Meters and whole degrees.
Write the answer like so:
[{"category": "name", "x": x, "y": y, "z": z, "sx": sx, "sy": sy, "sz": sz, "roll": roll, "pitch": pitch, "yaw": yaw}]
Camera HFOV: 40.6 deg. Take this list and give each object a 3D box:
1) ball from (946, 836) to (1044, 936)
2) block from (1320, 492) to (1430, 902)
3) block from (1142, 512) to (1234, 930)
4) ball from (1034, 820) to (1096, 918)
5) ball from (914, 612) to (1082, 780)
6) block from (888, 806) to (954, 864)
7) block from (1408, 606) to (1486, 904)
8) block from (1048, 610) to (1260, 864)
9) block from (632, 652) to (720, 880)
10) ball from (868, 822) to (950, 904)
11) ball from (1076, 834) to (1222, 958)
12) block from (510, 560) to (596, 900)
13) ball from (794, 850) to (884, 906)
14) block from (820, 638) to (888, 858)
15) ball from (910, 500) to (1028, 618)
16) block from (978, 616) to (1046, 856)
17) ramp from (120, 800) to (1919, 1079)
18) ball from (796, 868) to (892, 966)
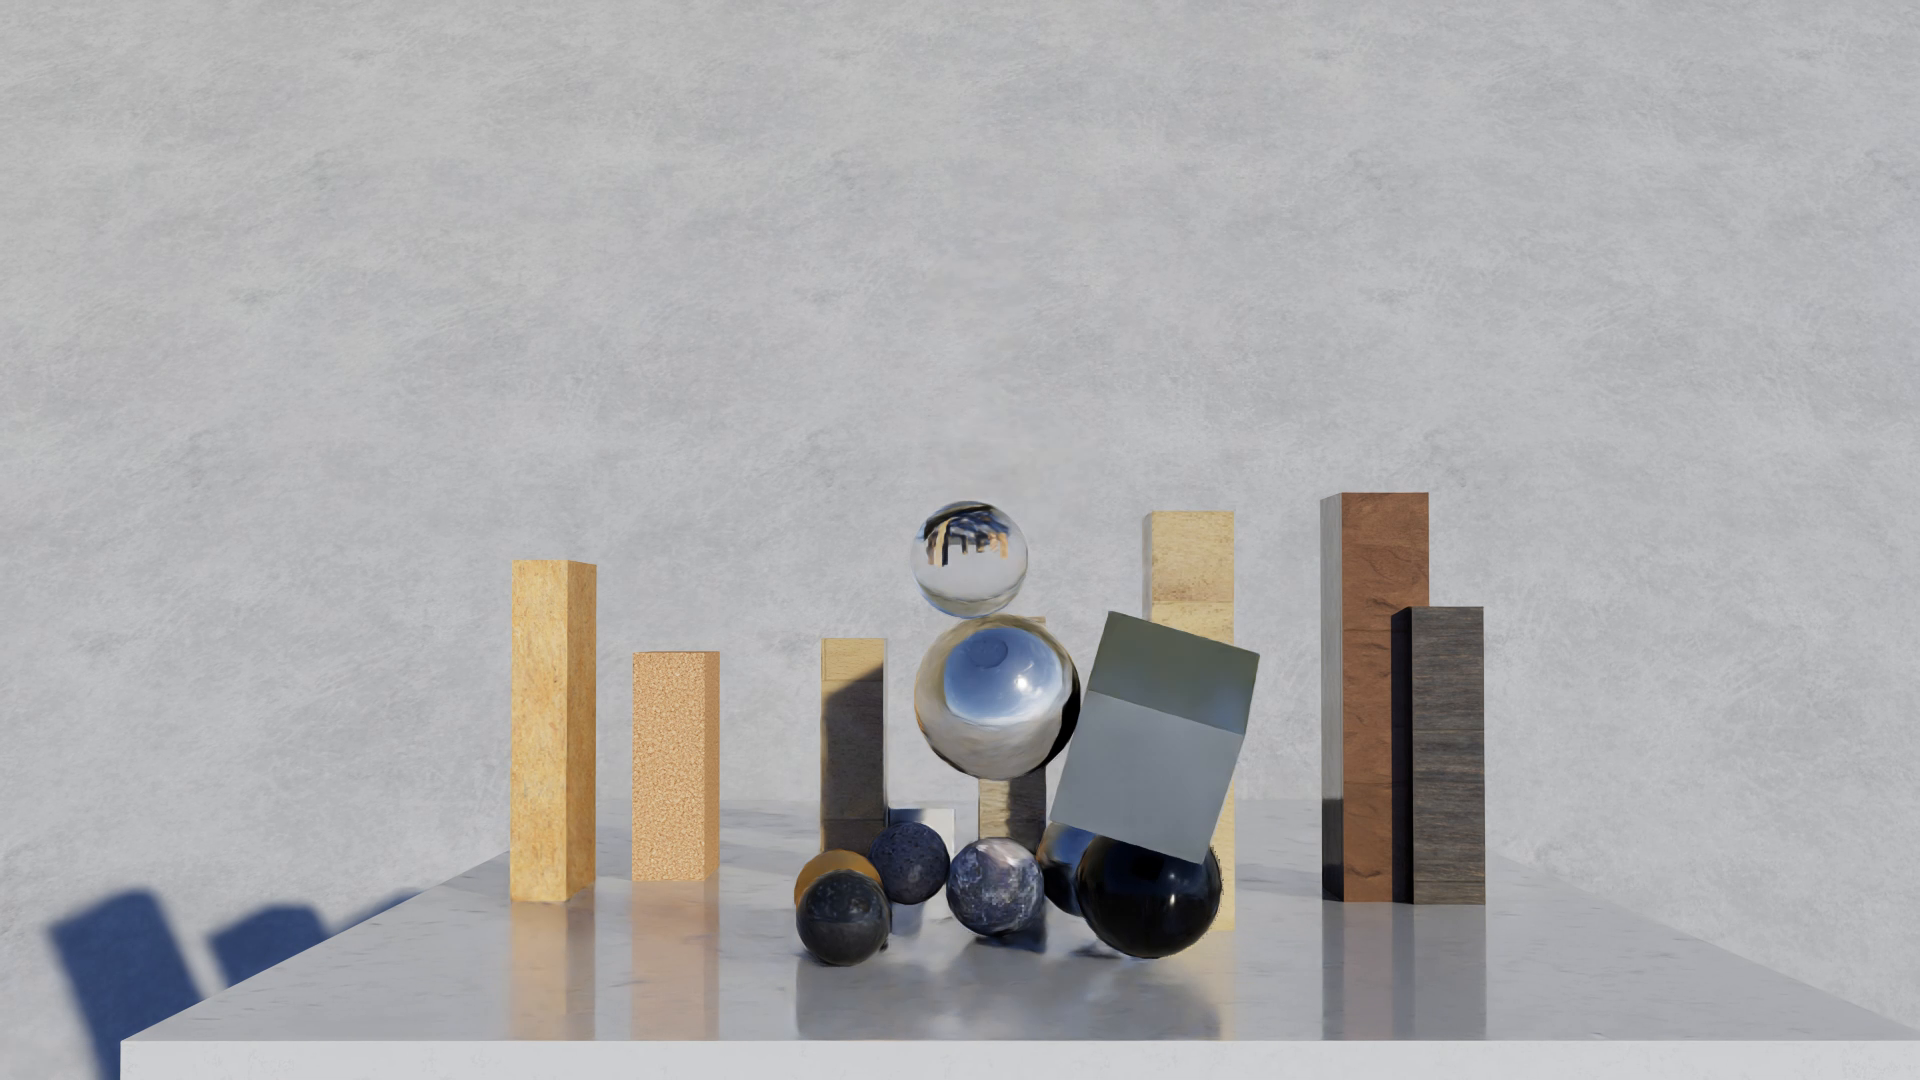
[{"category": "ball", "x": 0.051, "y": 0.510, "z": 3.823, "sx": 0.146, "sy": 0.146, "sz": 0.146, "roll": 0, "pitch": 35, "yaw": 0}, {"category": "block", "x": 0.707, "y": 0.264, "z": 4.439, "sx": 0.145, "sy": 0.679, "sz": 0.258, "roll": 0, "pitch": -2, "yaw": 0}, {"category": "block", "x": 0.351, "y": 0.276, "z": 4.026, "sx": 0.122, "sy": 0.628, "sz": 0.241, "roll": 0, "pitch": -2, "yaw": 0}, {"category": "ball", "x": 0.193, "y": 0.482, "z": 3.886, "sx": 0.164, "sy": 0.164, "sz": 0.164, "roll": 0, "pitch": 35, "yaw": 0}, {"category": "ball", "x": 0.045, "y": 0.188, "z": 3.123, "sx": 0.202, "sy": 0.202, "sz": 0.202, "roll": 0, "pitch": 35, "yaw": 0}, {"category": "block", "x": -0.075, "y": 0.561, "z": 4.886, "sx": 0.116, "sy": 0.116, "sz": 0.116, "roll": 0, "pitch": -2, "yaw": -4}, {"category": "block", "x": 0.802, "y": 0.358, "z": 4.401, "sx": 0.118, "sy": 0.489, "sz": 0.272, "roll": 0, "pitch": -2, "yaw": 0}, {"category": "block", "x": 0.243, "y": 0.244, "z": 3.239, "sx": 0.197, "sy": 0.197, "sz": 0.197, "roll": 16, "pitch": 30, "yaw": 4}, {"category": "block", "x": -0.524, "y": 0.412, "z": 4.813, "sx": 0.129, "sy": 0.409, "sz": 0.293, "roll": 0, "pitch": -2, "yaw": 0}, {"category": "ball", "x": -0.076, "y": 0.479, "z": 3.857, "sx": 0.123, "sy": 0.123, "sz": 0.123, "roll": 0, "pitch": 35, "yaw": 0}, {"category": "ball", "x": 0.259, "y": 0.475, "z": 3.573, "sx": 0.200, "sy": 0.200, "sz": 0.200, "roll": 0, "pitch": 35, "yaw": 0}, {"category": "block", "x": -0.704, "y": 0.323, "z": 4.517, "sx": 0.093, "sy": 0.568, "sz": 0.349, "roll": 0, "pitch": -2, "yaw": 0}, {"category": "ball", "x": -0.176, "y": 0.516, "z": 3.780, "sx": 0.131, "sy": 0.131, "sz": 0.131, "roll": 0, "pitch": 35, "yaw": 0}, {"category": "block", "x": -0.194, "y": 0.400, "z": 4.834, "sx": 0.112, "sy": 0.434, "sz": 0.320, "roll": 0, "pitch": -2, "yaw": 0}, {"category": "ball", "x": 0.011, "y": 0.022, "z": 2.994, "sx": 0.137, "sy": 0.137, "sz": 0.137, "roll": 0, "pitch": 35, "yaw": 0}, {"category": "block", "x": 0.103, "y": 0.394, "z": 5.283, "sx": 0.130, "sy": 0.477, "sz": 0.395, "roll": 0, "pitch": -2, "yaw": 0}, {"category": "ramp", "x": 0.078, "y": 0.668, "z": 4.851, "sx": 2.000, "sy": 0.100, "sz": 4.000, "roll": 0, "pitch": -2, "yaw": 0}, {"category": "ball", "x": -0.156, "y": 0.508, "z": 3.497, "sx": 0.129, "sy": 0.129, "sz": 0.129, "roll": 0, "pitch": 35, "yaw": 0}]
